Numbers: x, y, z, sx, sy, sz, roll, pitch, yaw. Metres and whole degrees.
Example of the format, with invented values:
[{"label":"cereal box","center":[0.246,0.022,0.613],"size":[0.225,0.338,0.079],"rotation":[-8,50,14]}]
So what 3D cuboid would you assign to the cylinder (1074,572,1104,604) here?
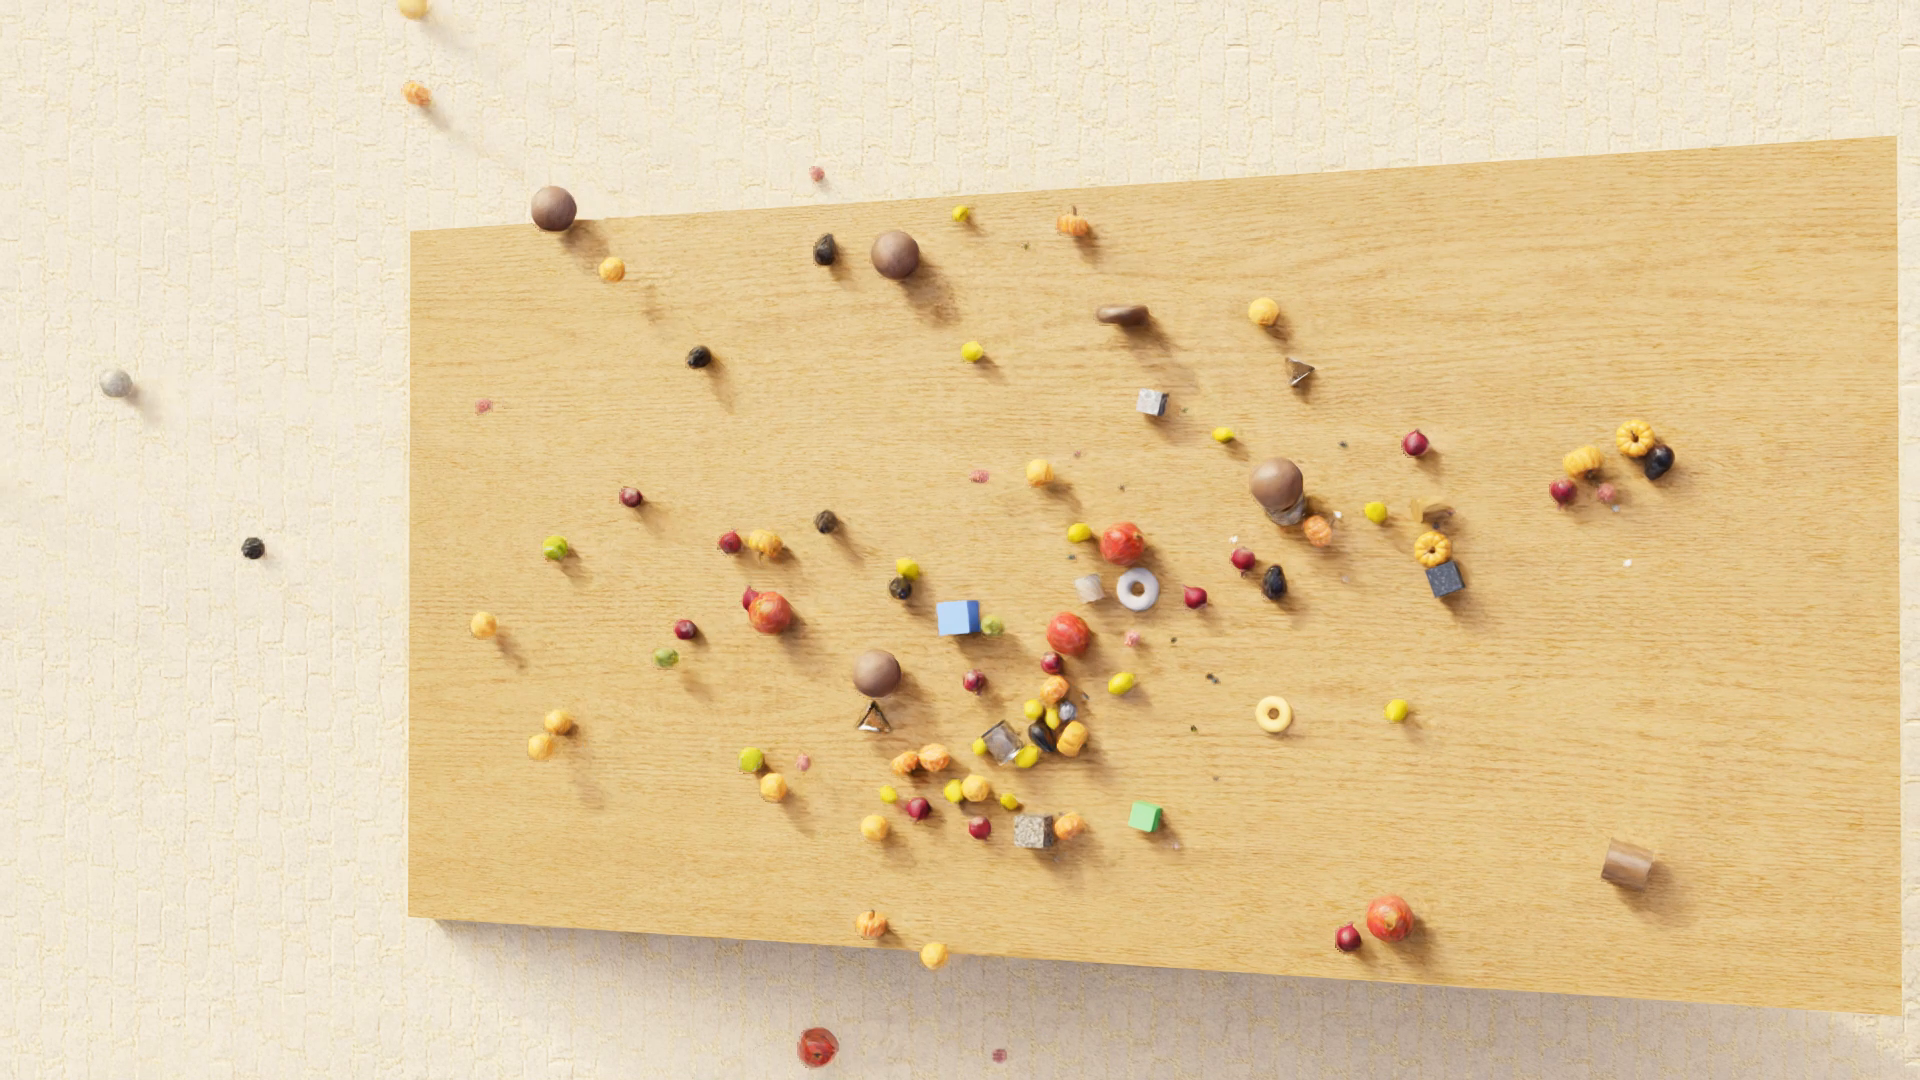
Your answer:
[{"label":"cylinder","center":[0.331,0.122,5.637],"size":[0.065,0.065,0.065],"rotation":[-16,92,0]}]

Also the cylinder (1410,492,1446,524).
[{"label":"cylinder","center":[1.134,-0.077,5.330],"size":[0.062,0.062,0.062],"rotation":[-19,89,-18]}]

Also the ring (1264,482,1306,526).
[{"label":"ring","center":[0.810,-0.091,5.480],"size":[0.111,0.037,0.111],"rotation":[-2,86,23]}]

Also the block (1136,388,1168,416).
[{"label":"block","center":[0.488,-0.350,5.593],"size":[0.058,0.058,0.058],"rotation":[14,94,20]}]

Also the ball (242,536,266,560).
[{"label":"ball","center":[-2.080,0.024,6.473],"size":[0.068,0.068,0.068],"rotation":[0,89,0]}]

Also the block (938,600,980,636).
[{"label":"block","center":[-0.003,0.203,5.759],"size":[0.084,0.084,0.084],"rotation":[-6,87,21]}]

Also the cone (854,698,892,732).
[{"label":"cone","center":[-0.217,0.486,5.858],"size":[0.097,0.097,0.097],"rotation":[33,89,-9]}]

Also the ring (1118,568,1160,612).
[{"label":"ring","center":[0.455,0.126,5.612],"size":[0.112,0.037,0.112],"rotation":[0,91,21]}]

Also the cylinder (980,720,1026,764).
[{"label":"cylinder","center":[0.112,0.525,5.710],"size":[0.085,0.085,0.085],"rotation":[-37,77,0]}]

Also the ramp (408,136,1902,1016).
[{"label":"ramp","center":[0.282,0.088,5.751],"size":[4.000,0.100,2.000],"rotation":[0,89,21]}]

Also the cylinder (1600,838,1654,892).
[{"label":"cylinder","center":[1.563,0.760,5.150],"size":[0.099,0.099,0.099],"rotation":[16,89,20]}]

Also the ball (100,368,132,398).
[{"label":"ball","center":[-2.483,-0.462,6.469],"size":[0.090,0.090,0.090],"rotation":[0,89,0]}]

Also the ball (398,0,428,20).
[{"label":"ball","center":[-1.615,-1.579,6.485],"size":[0.086,0.086,0.086],"rotation":[0,89,0]}]

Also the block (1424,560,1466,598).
[{"label":"block","center":[1.175,0.095,5.322],"size":[0.069,0.069,0.069],"rotation":[-22,82,19]}]

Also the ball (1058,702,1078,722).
[{"label":"ball","center":[0.278,0.443,5.666],"size":[0.050,0.050,0.050],"rotation":[0,89,0]}]

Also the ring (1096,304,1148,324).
[{"label":"ring","center":[0.411,-0.575,5.584],"size":[0.137,0.137,0.046],"rotation":[-2,100,0]}]

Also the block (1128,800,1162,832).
[{"label":"block","center":[0.471,0.701,5.585],"size":[0.061,0.061,0.061],"rotation":[15,95,20]}]

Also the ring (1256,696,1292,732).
[{"label":"ring","center":[0.783,0.435,5.487],"size":[0.092,0.031,0.092],"rotation":[0,91,20]}]

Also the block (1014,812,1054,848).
[{"label":"block","center":[0.191,0.750,5.681],"size":[0.079,0.079,0.079],"rotation":[2,90,21]}]

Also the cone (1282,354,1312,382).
[{"label":"cone","center":[0.851,-0.424,5.471],"size":[0.072,0.072,0.072],"rotation":[7,89,-26]}]
